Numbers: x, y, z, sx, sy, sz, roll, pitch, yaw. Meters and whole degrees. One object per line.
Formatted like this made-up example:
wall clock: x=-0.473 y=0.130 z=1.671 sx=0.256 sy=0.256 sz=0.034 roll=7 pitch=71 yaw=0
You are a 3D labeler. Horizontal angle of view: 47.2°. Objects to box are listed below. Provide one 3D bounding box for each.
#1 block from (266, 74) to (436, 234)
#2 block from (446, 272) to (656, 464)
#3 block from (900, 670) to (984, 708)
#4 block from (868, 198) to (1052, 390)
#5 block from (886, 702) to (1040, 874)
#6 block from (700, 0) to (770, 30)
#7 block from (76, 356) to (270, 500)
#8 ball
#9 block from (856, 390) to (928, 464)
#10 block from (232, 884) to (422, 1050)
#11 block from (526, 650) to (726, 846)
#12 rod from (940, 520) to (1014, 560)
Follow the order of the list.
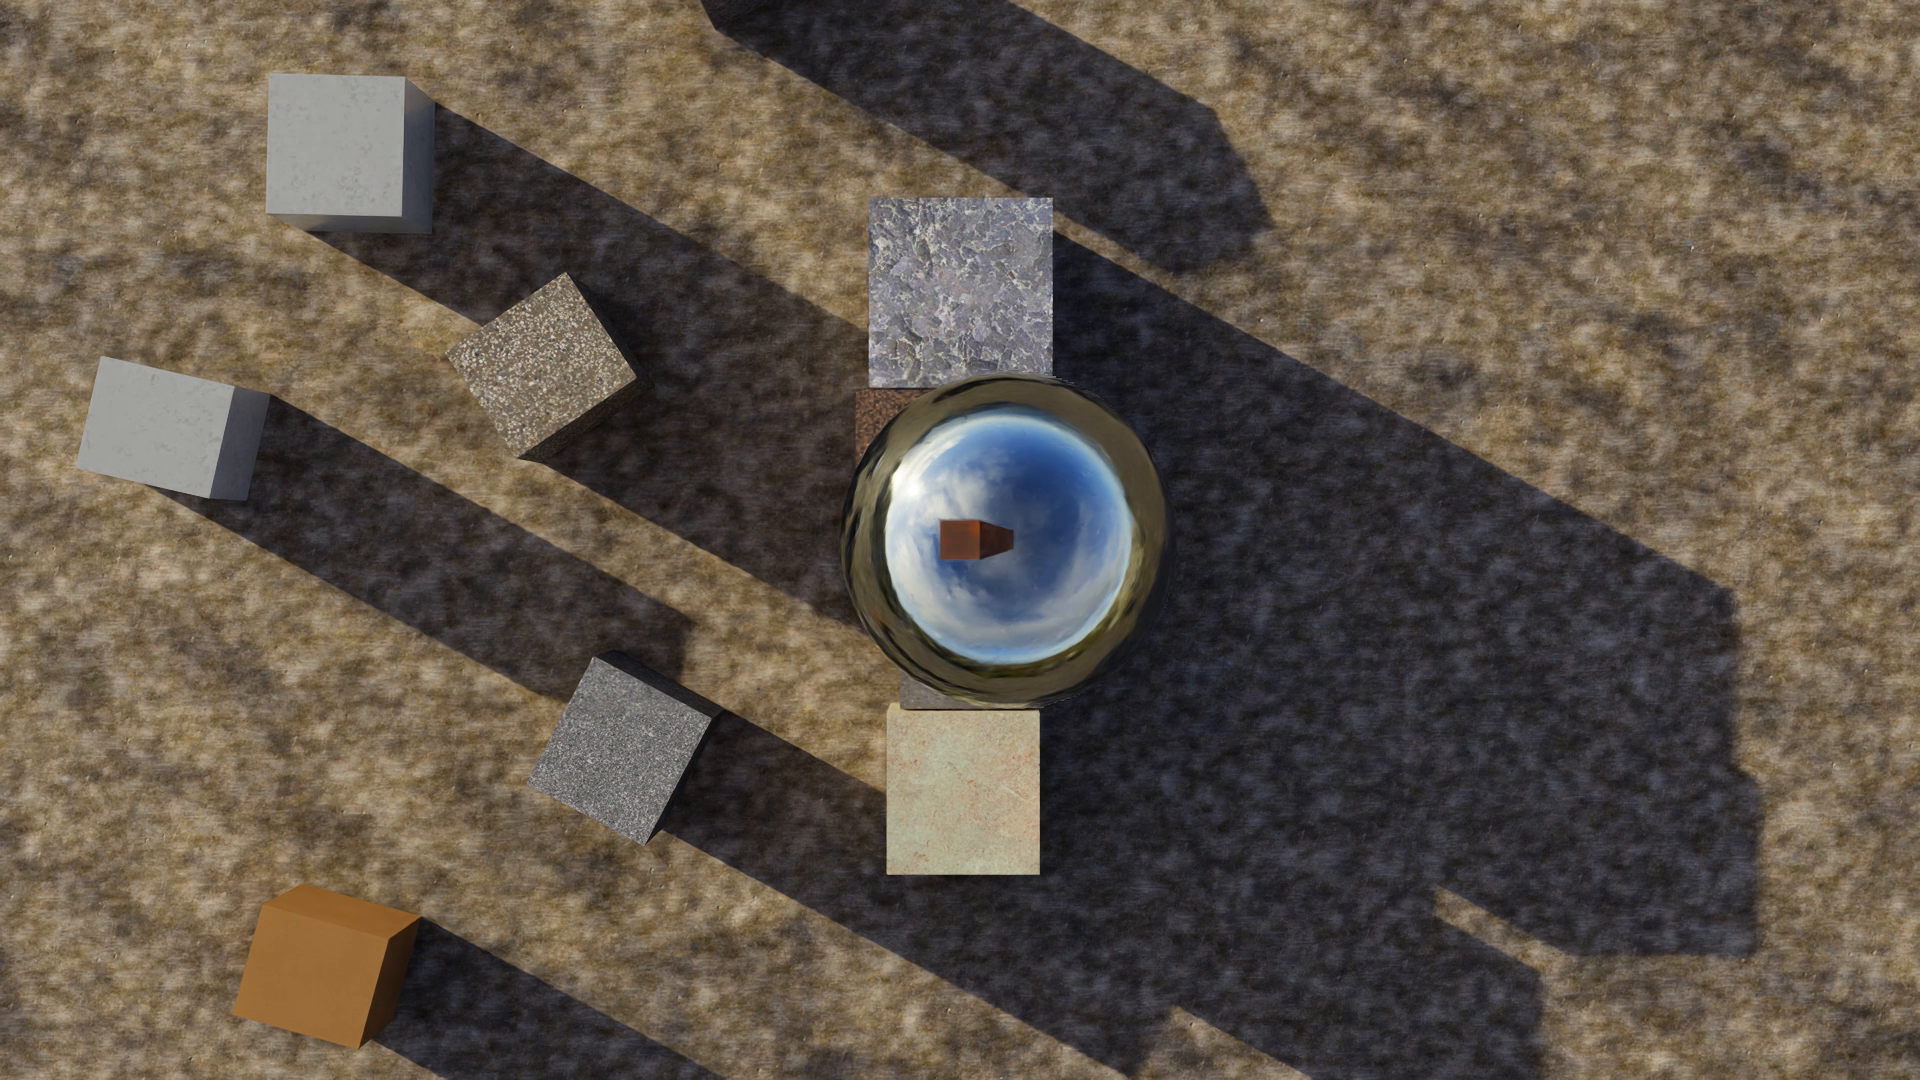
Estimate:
block: x=-3.491 y=-2.208 z=12.647 sx=0.760 sy=0.706 sz=0.782 roll=1 pitch=90 yaw=0
block: x=-2.336 y=-0.976 z=12.629 sx=0.812 sy=0.741 sz=0.714 roll=-34 pitch=90 yaw=0
block: x=0.014 y=0.596 z=12.683 sx=0.698 sy=0.634 sz=0.708 roll=0 pitch=90 yaw=0
block: x=0.004 y=-1.342 z=12.471 sx=0.998 sy=1.058 sz=1.034 roll=0 pitch=90 yaw=0
block: x=0.018 y=1.409 z=12.612 sx=0.850 sy=0.776 sz=0.899 roll=0 pitch=90 yaw=0
block: x=-1.346 y=-3.510 z=12.644 sx=0.640 sy=0.713 sz=0.784 roll=-28 pitch=90 yaw=0
block: x=-4.521 y=-0.634 z=12.675 sx=0.770 sy=0.650 sz=0.647 roll=13 pitch=90 yaw=0
ball: x=0.225 y=0.000 z=10.460 sx=1.600 sy=1.600 sz=1.600 roll=0 pitch=90 yaw=0
block: x=-0.012 y=-0.289 z=12.459 sx=1.113 sy=1.082 sz=1.047 roll=0 pitch=90 yaw=0
block: x=-3.620 y=2.435 z=12.629 sx=0.730 sy=0.742 sz=0.638 roll=15 pitch=90 yaw=0
block: x=-1.904 y=1.178 z=12.638 sx=0.747 sy=0.723 sz=0.807 roll=28 pitch=90 yaw=0
rod: x=0.097 y=0.000 z=7.063 sx=0.080 sy=5.200 sz=0.080 roll=0 pitch=90 yaw=2
